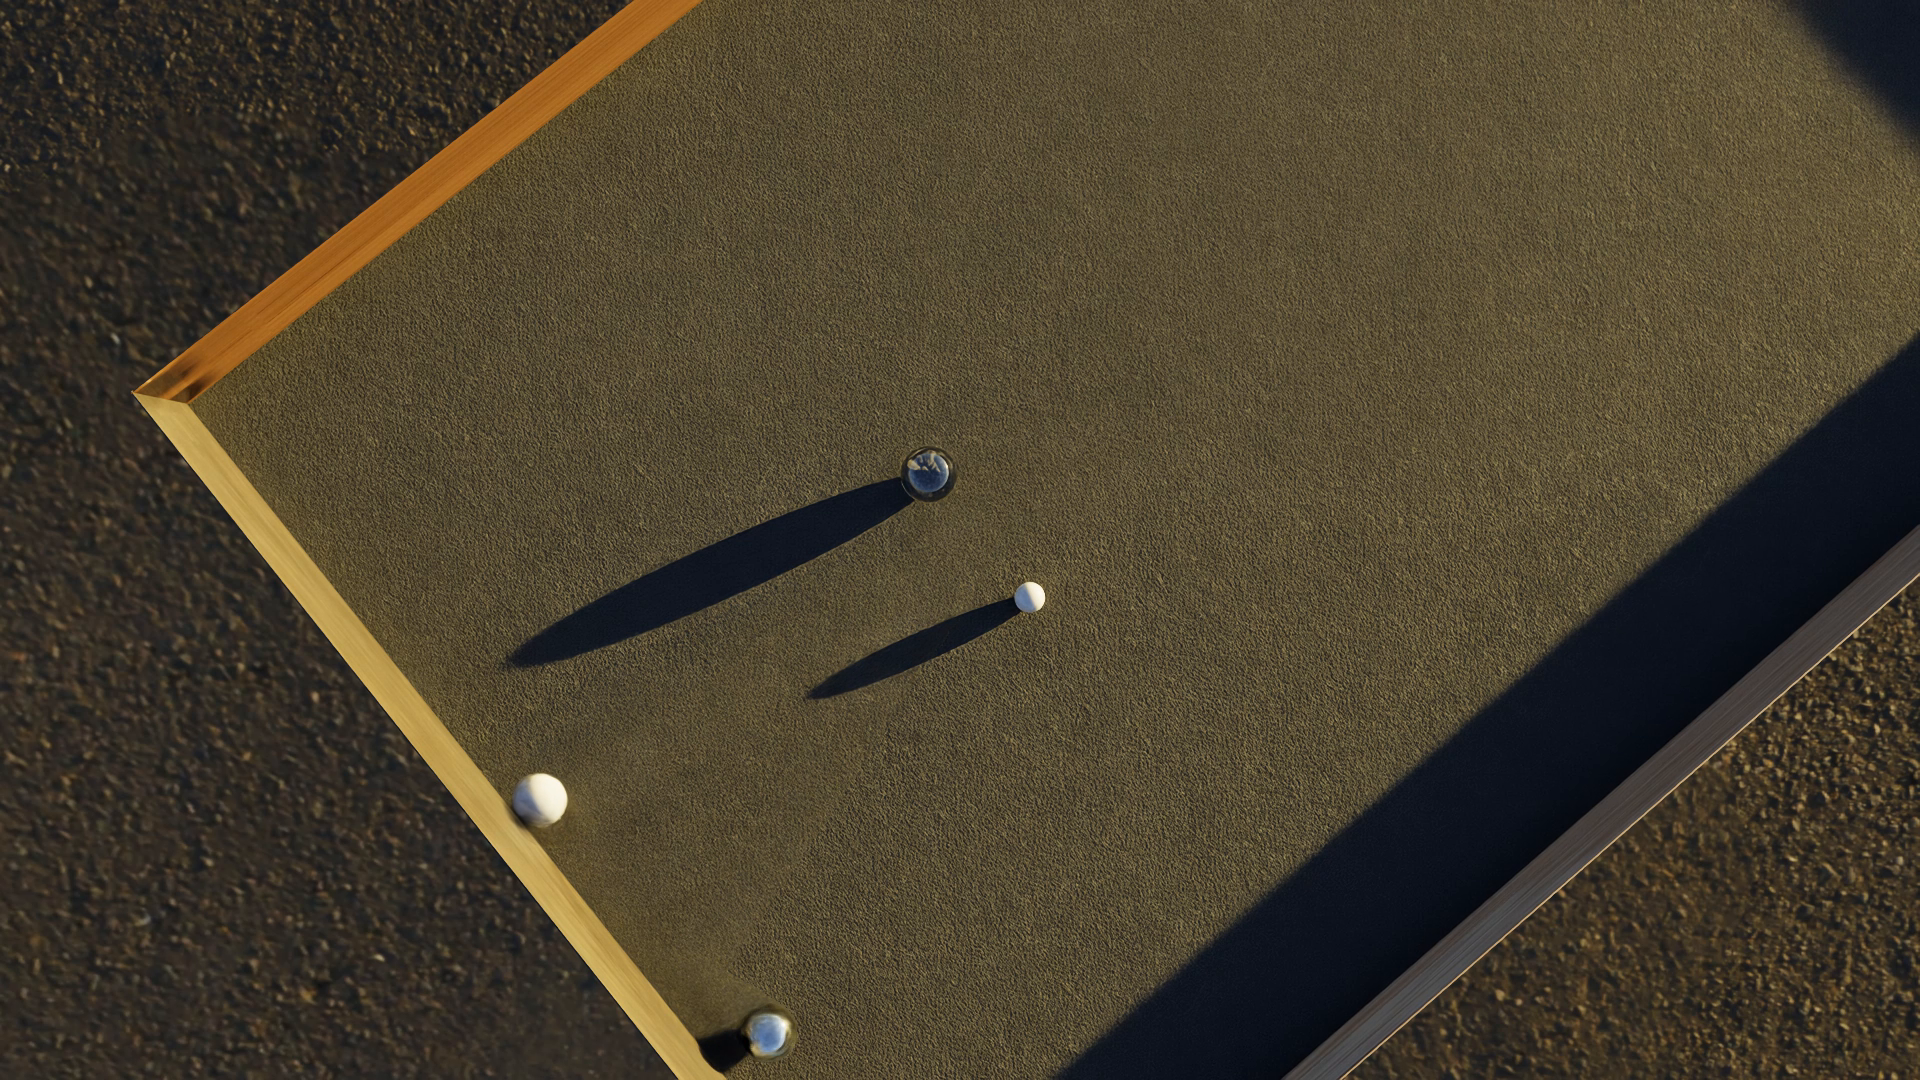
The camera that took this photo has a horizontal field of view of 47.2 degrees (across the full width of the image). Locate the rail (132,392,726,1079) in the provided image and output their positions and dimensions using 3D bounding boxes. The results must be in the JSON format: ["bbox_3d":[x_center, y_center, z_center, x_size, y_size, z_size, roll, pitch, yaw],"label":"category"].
[{"bbox_3d":[-0.597,0.490,3.175,0.045,0.111,1.876,-40,84,-5],"label":"rail"}]

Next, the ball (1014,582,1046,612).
[{"bbox_3d":[0.104,0.085,3.268,0.046,0.046,0.046,0,82,0],"label":"ball"}]

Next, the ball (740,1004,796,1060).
[{"bbox_3d":[-0.276,0.707,3.160,0.080,0.080,0.080,0,82,0],"label":"ball"}]

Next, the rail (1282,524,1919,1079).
[{"bbox_3d":[1.201,0.184,3.219,3.205,0.111,0.045,-40,84,-5],"label":"rail"}]

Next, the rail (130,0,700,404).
[{"bbox_3d":[0.029,-1.206,3.422,3.205,0.111,0.045,-40,84,-5],"label":"rail"}]

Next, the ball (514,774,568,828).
[{"bbox_3d":[-0.612,0.380,3.209,0.078,0.078,0.078,0,82,0],"label":"ball"}]

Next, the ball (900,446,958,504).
[{"bbox_3d":[-0.046,-0.098,3.274,0.086,0.086,0.086,0,82,0],"label":"ball"}]
